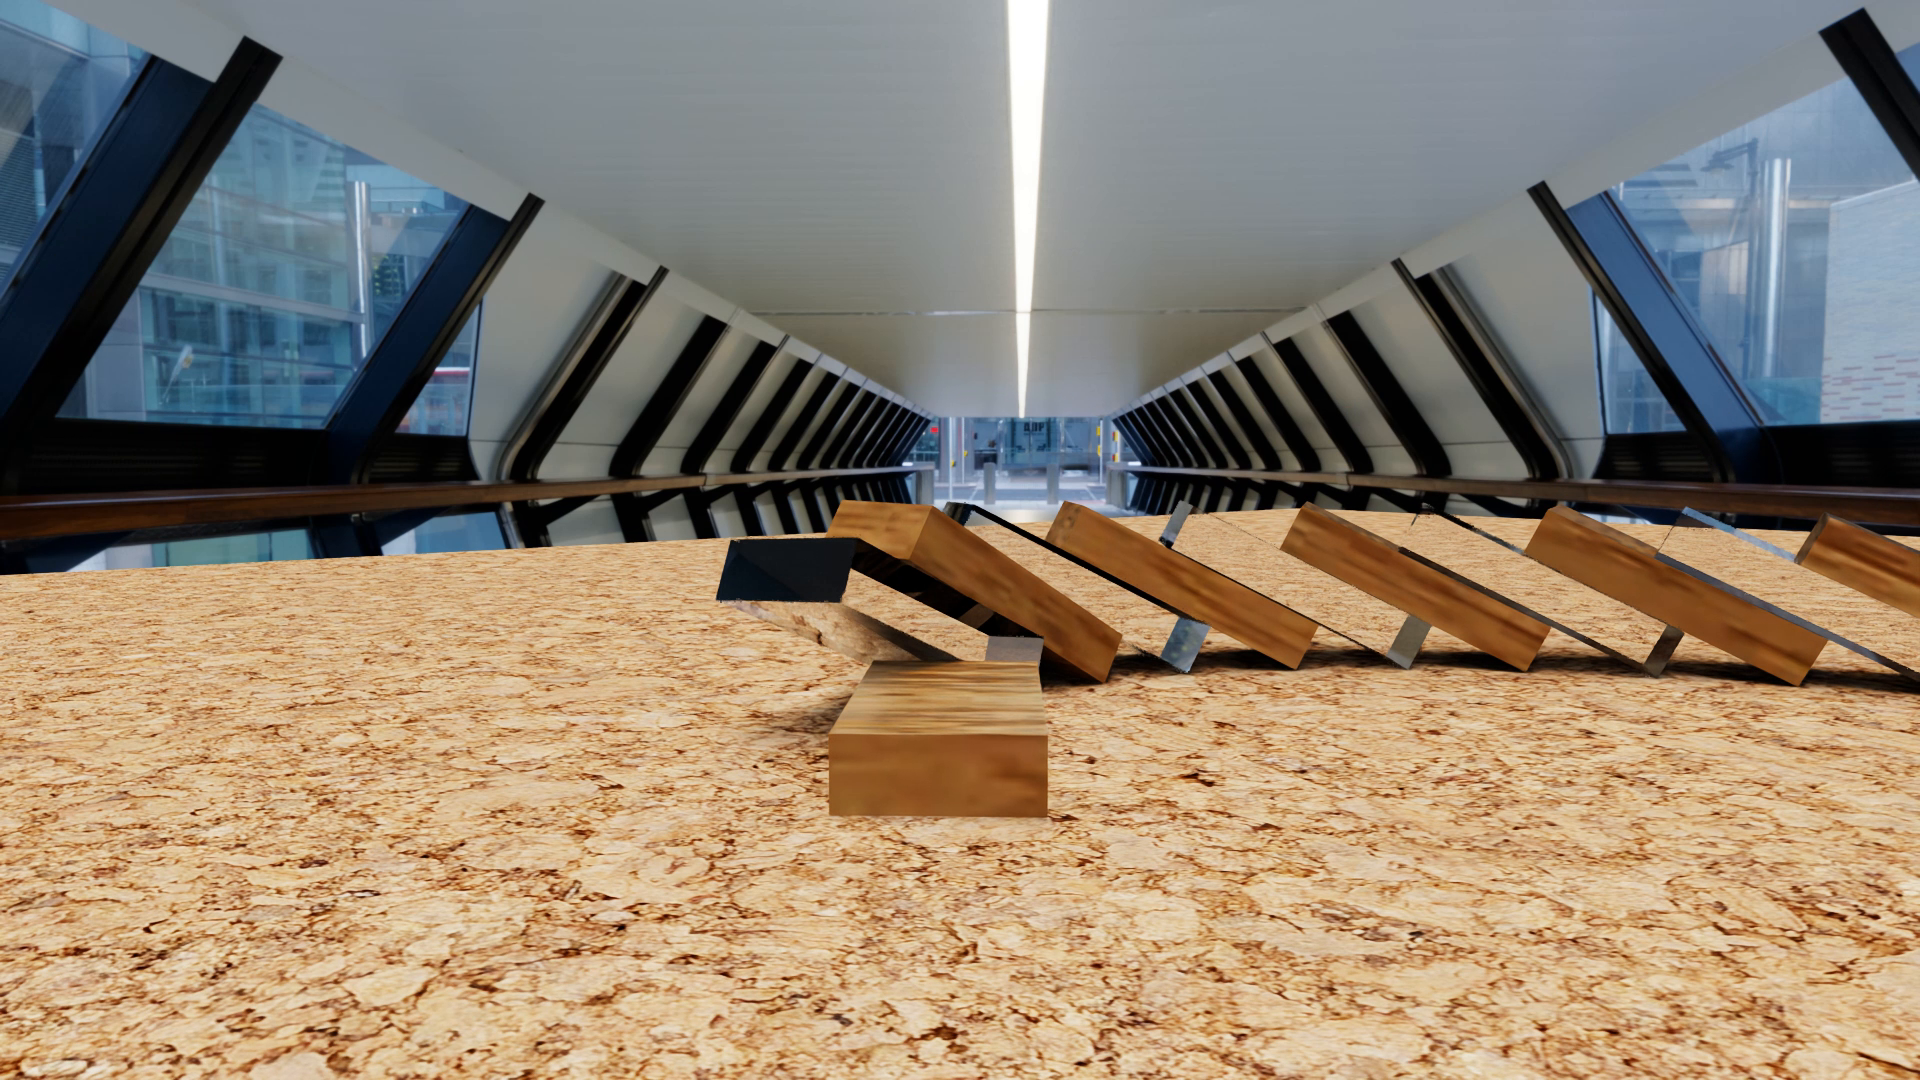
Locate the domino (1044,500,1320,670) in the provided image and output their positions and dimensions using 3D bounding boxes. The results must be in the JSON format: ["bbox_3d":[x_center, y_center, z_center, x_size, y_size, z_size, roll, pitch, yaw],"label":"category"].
[{"bbox_3d":[0.042,0.008,0.251,0.050,0.009,0.025,27,2,-5],"label":"domino"}]

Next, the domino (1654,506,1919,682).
[{"bbox_3d":[0.155,0.010,0.235,0.050,0.010,0.025,31,19,26],"label":"domino"}]

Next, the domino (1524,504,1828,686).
[{"bbox_3d":[0.135,0.009,0.245,0.050,0.009,0.025,31,18,25],"label":"domino"}]

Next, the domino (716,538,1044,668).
[{"bbox_3d":[-0.011,0.013,0.201,0.025,0.010,0.050,-1,-20,37],"label":"domino"}]

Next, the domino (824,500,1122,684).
[{"bbox_3d":[0.003,0.009,0.224,0.050,0.010,0.025,34,-18,-36],"label":"domino"}]

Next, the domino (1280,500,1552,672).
[{"bbox_3d":[0.089,0.008,0.255,0.050,0.010,0.025,28,11,13],"label":"domino"}]

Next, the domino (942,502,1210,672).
[{"bbox_3d":[0.020,0.008,0.243,0.050,0.009,0.025,27,-3,-12],"label":"domino"}]

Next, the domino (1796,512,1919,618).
[{"bbox_3d":[0.174,0.011,0.222,0.050,0.009,0.025,31,19,26],"label":"domino"}]

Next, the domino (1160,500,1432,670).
[{"bbox_3d":[0.065,0.008,0.254,0.050,0.009,0.025,27,6,2],"label":"domino"}]

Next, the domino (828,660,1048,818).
[{"bbox_3d":[-0.002,0.025,0.171,0.025,0.010,0.050,0,4,2],"label":"domino"}]

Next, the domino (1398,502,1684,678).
[{"bbox_3d":[0.111,0.009,0.250,0.050,0.010,0.025,28,13,16],"label":"domino"}]
